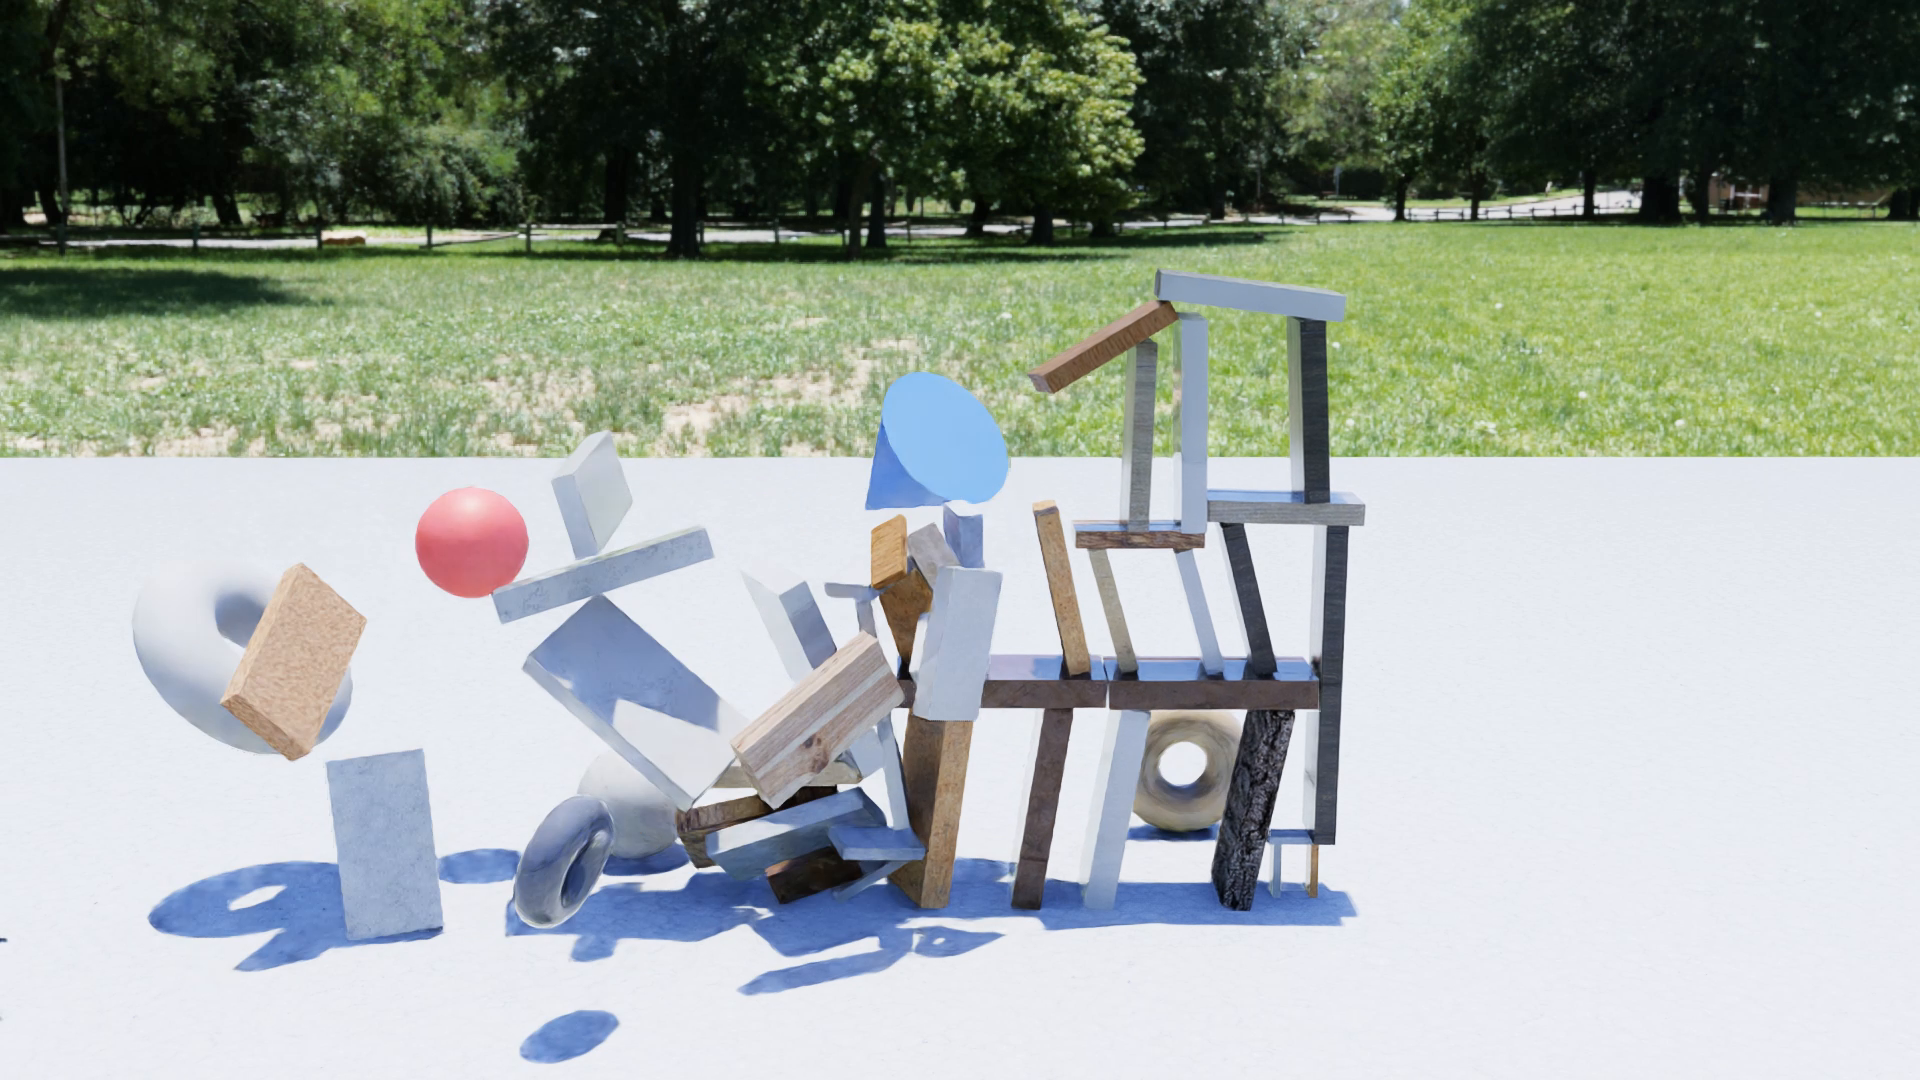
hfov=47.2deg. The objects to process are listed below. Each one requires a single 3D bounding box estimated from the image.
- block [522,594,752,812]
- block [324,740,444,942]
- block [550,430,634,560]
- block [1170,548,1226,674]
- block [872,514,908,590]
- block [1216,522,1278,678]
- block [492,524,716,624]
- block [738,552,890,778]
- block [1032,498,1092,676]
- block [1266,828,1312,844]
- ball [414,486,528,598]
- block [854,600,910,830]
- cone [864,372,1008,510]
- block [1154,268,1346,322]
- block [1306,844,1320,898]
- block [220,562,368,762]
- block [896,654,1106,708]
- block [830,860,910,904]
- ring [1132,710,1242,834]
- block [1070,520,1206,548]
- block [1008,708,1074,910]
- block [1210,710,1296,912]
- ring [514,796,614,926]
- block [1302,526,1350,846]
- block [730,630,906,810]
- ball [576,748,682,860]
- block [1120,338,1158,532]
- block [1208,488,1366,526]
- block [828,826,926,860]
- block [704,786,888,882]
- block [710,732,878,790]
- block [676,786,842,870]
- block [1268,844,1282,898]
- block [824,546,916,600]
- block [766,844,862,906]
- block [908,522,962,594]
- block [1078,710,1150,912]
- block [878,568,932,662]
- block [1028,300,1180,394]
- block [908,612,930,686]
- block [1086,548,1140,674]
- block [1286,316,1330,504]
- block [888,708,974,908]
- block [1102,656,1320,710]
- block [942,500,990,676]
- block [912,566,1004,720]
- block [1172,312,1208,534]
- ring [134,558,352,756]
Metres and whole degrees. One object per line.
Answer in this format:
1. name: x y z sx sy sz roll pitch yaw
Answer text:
1. block: -0.507 0.256 3.507 0.347 0.049 0.174 40 51 4
2. block: -0.904 0.473 3.459 0.148 0.296 0.042 -7 13 -16
3. block: -0.578 -0.076 3.472 0.037 0.130 0.351 -15 13 4
4. block: 0.386 0.107 3.583 0.029 0.207 0.103 -16 10 3
5. block: -0.109 0.019 3.399 0.058 0.016 0.116 -28 42 26
6. block: 0.464 0.086 3.577 0.035 0.250 0.125 -14 10 3
7. block: -0.572 0.053 3.528 0.347 0.049 0.174 -18 5 -9
8. block: -0.231 0.198 3.472 0.049 0.347 0.174 -31 25 -17
9. block: 0.165 0.075 3.578 0.037 0.265 0.132 -12 10 1
10. block: 0.556 0.493 3.653 0.092 0.013 0.046 0 11 0
11. ball: -0.832 0.004 3.748 0.190 0.190 0.190 0 11 0
12. block: -0.126 0.263 3.557 0.026 0.406 0.092 -9 16 1
13. cone: -0.095 -0.112 3.752 0.254 0.254 0.254 -10 -21 -44
14. block: 0.456 -0.389 3.486 0.288 0.041 0.144 7 10 0
15. block: 0.587 0.544 3.663 0.013 0.092 0.046 0 11 0
16. block: -1.035 0.188 3.433 0.042 0.148 0.296 -25 34 26
17. block: 0.066 0.231 3.603 0.337 0.048 0.169 0 11 0
18. block: -0.151 0.538 3.642 0.143 0.020 0.072 -31 33 0
19. ring: 0.403 0.405 3.973 0.254 0.254 0.085 -2 3 -9
20. block: 0.287 -0.010 3.562 0.207 0.029 0.103 0 11 -1
21. block: 0.133 0.422 3.642 0.048 0.337 0.169 9 10 -2
22. block: 0.482 0.423 3.637 0.048 0.337 0.168 11 10 -2
23. ring: -0.552 0.448 3.065 0.066 0.197 0.197 23 17 14
24. block: 0.598 0.226 3.603 0.035 0.530 0.125 1 11 0
25. block: -0.211 0.269 3.287 0.265 0.132 0.037 -40 43 -18
26. ball: -0.568 0.456 3.841 0.201 0.201 0.201 0 11 0
27. block: 0.285 -0.170 3.522 0.033 0.300 0.117 1 10 -3
28. block: 0.518 -0.054 3.551 0.250 0.035 0.125 1 11 0
29. block: -0.135 0.491 3.570 0.143 0.020 0.072 5 22 -26
30. block: -0.269 0.490 3.652 0.275 0.039 0.137 -18 -31 9
31. block: -0.271 0.365 3.649 0.274 0.039 0.137 -4 16 21
32. block: -0.327 0.478 3.699 0.274 0.137 0.039 -12 54 1
33. block: 0.525 0.545 3.663 0.013 0.092 0.046 0 11 0
34. block: -0.124 0.041 3.502 0.092 0.026 0.184 4 27 37
35. block: -0.238 0.544 3.598 0.143 0.072 0.020 -19 37 1
36. block: -0.037 0.035 3.429 0.058 0.116 0.016 -29 -12 -12
37. block: 0.254 0.423 3.637 0.048 0.337 0.168 10 10 -2
38. block: -0.077 0.119 3.570 0.092 0.184 0.026 3 35 34
39. block: 0.225 -0.306 3.478 0.233 0.033 0.117 -31 11 -6
40. block: -0.054 0.176 3.419 0.016 0.058 0.116 -7 47 18
41. block: 0.248 0.107 3.582 0.029 0.207 0.104 -15 10 3
42. block: 0.557 -0.212 3.516 0.041 0.288 0.144 -3 11 0
43. block: -0.050 0.421 3.645 0.048 0.338 0.169 5 8 -22
44. block: 0.406 0.233 3.601 0.337 0.048 0.168 0 11 0
45. block: 0.009 0.078 3.563 0.037 0.265 0.132 -5 12 -11
46. block: -0.003 0.159 3.390 0.033 0.233 0.117 13 5 41
47. block: 0.369 -0.190 3.526 0.041 0.337 0.144 -1 11 0
48. ring: -1.172 0.188 3.606 0.385 0.128 0.385 39 20 -18
